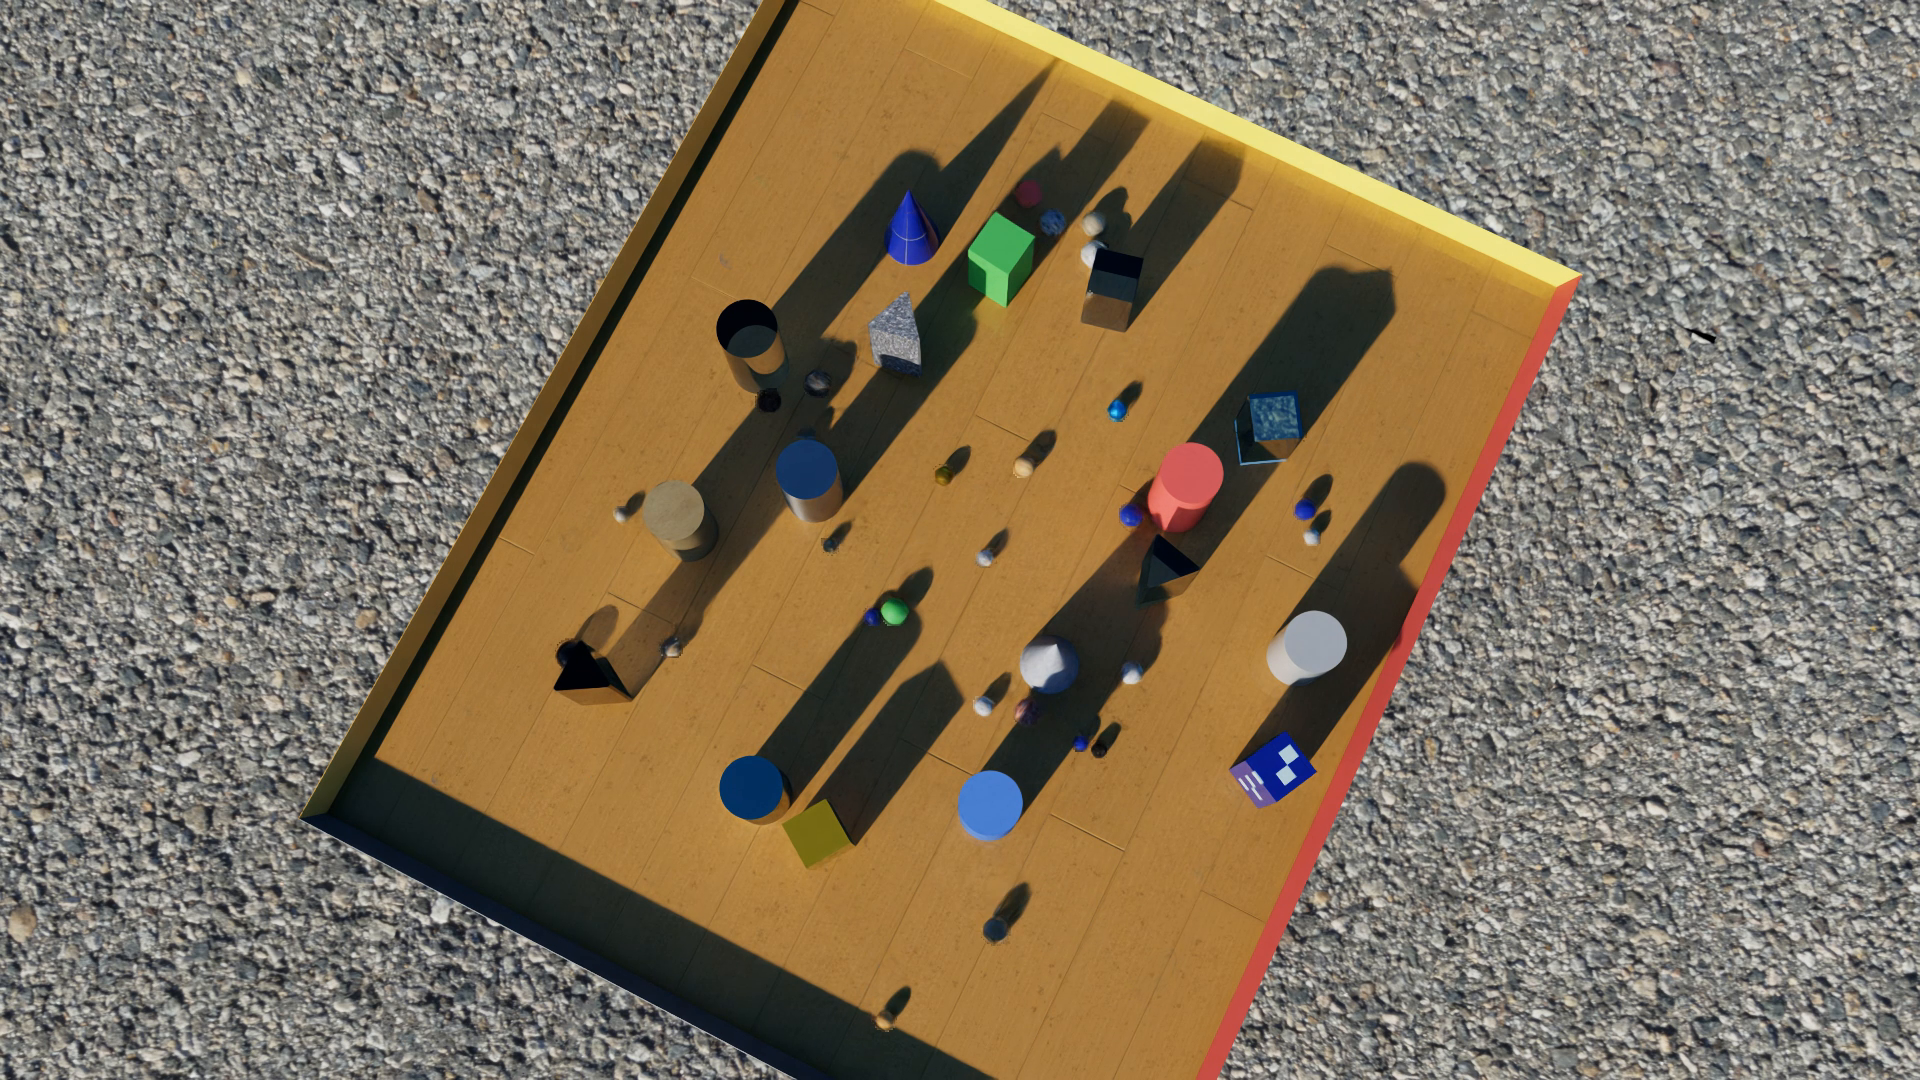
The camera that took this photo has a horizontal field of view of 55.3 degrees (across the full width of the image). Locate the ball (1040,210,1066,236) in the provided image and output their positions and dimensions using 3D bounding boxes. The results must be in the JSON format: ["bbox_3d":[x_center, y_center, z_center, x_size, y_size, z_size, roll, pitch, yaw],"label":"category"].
[{"bbox_3d":[0.293,-0.998,5.781,0.080,0.080,0.080,0,78,0],"label":"ball"}]

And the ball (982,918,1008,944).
[{"bbox_3d":[0.104,1.138,5.342,0.076,0.076,0.076,0,78,0],"label":"ball"}]

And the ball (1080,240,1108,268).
[{"bbox_3d":[0.423,-0.898,5.758,0.086,0.086,0.086,0,78,0],"label":"ball"}]

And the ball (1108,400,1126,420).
[{"bbox_3d":[0.487,-0.402,5.669,0.059,0.059,0.059,0,78,0],"label":"ball"}]

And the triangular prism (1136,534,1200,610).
[{"bbox_3d":[0.584,0.085,5.398,0.156,0.394,0.135,-19,79,-4],"label":"triangular prism"}]

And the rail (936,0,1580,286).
[{"bbox_3d":[0.708,-1.381,5.841,2.698,0.117,0.045,26,80,5],"label":"rail"}]

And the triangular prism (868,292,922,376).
[{"bbox_3d":[-0.176,-0.632,5.559,0.156,0.367,0.135,17,79,3],"label":"triangular prism"}]

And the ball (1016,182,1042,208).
[{"bbox_3d":[0.217,-1.094,5.801,0.080,0.080,0.080,0,78,0],"label":"ball"}]

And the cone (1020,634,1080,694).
[{"bbox_3d":[0.270,0.334,5.337,0.180,0.411,0.180,0,78,0],"label":"cone"}]

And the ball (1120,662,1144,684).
[{"bbox_3d":[0.516,0.399,5.498,0.070,0.070,0.070,0,78,0],"label":"ball"}]

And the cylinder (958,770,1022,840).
[{"bbox_3d":[0.085,0.768,5.274,0.180,0.360,0.180,0,78,0],"label":"cylinder"}]

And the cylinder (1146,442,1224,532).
[{"bbox_3d":[0.664,-0.151,5.440,0.180,0.406,0.180,0,78,0],"label":"cylinder"}]

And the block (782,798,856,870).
[{"bbox_3d":[-0.407,0.856,5.309,0.144,0.256,0.144,-30,80,-6],"label":"block"}]

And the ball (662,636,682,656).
[{"bbox_3d":[-0.868,0.322,5.519,0.061,0.061,0.061,0,78,0],"label":"ball"}]

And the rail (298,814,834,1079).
[{"bbox_3d":[-0.708,1.393,5.268,2.698,0.117,0.045,26,80,5],"label":"rail"}]

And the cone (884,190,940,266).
[{"bbox_3d":[-0.152,-0.997,5.616,0.180,0.404,0.180,0,78,0],"label":"cone"}]

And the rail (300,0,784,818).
[{"bbox_3d":[-1.186,-0.574,5.674,0.045,0.117,3.214,26,80,5],"label":"rail"}]

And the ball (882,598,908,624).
[{"bbox_3d":[-0.196,0.215,5.531,0.081,0.081,0.081,0,78,0],"label":"ball"}]

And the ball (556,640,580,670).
[{"bbox_3d":[-1.167,0.347,5.499,0.090,0.090,0.090,0,78,0],"label":"ball"}]

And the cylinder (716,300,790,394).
[{"bbox_3d":[-0.624,-0.581,5.545,0.180,0.375,0.180,0,78,0],"label":"cylinder"}]

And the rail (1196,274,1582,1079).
[{"bbox_3d":[1.186,0.587,5.434,0.045,0.117,3.214,26,80,5],"label":"rail"}]

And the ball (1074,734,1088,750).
[{"bbox_3d":[0.361,0.604,5.468,0.046,0.046,0.046,0,78,0],"label":"ball"}]

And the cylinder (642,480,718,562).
[{"bbox_3d":[-0.830,-0.054,5.464,0.180,0.320,0.180,0,78,0],"label":"cylinder"}]

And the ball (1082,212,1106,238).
[{"bbox_3d":[0.423,-0.995,5.782,0.079,0.079,0.079,0,78,0],"label":"ball"}]

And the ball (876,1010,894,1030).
[{"bbox_3d":[-0.217,1.388,5.302,0.053,0.053,0.053,0,78,0],"label":"ball"}]

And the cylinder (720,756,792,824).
[{"bbox_3d":[-0.589,0.728,5.312,0.180,0.300,0.180,0,78,0],"label":"cylinder"}]

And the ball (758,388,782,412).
[{"bbox_3d":[-0.589,-0.430,5.667,0.074,0.074,0.074,0,78,0],"label":"ball"}]

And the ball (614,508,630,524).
[{"bbox_3d":[-1.034,-0.075,5.608,0.047,0.047,0.047,0,78,0],"label":"ball"}]

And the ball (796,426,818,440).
[{"bbox_3d":[-0.473,-0.320,5.652,0.065,0.065,0.065,0,78,0],"label":"ball"}]

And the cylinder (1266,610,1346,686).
[{"bbox_3d":[1.017,0.322,5.393,0.180,0.307,0.180,0,78,0],"label":"cylinder"}]

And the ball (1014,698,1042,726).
[{"bbox_3d":[0.205,0.514,5.468,0.083,0.083,0.083,0,78,0],"label":"ball"}]

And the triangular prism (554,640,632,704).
[{"bbox_3d":[-1.068,0.387,5.349,0.156,0.368,0.135,-4,78,-1],"label":"triangular prism"}]

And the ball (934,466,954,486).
[{"bbox_3d":[-0.050,-0.196,5.627,0.059,0.059,0.059,0,78,0],"label":"ball"}]

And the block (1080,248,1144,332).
[{"bbox_3d":[0.464,-0.764,5.627,0.144,0.289,0.144,14,79,3],"label":"block"}]

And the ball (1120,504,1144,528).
[{"bbox_3d":[0.525,-0.075,5.595,0.072,0.072,0.072,0,78,0],"label":"ball"}]

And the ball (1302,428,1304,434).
[{"bbox_3d":[1.034,-0.328,5.654,0.058,0.058,0.058,0,78,0],"label":"ball"}]

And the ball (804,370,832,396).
[{"bbox_3d":[-0.441,-0.486,5.674,0.083,0.083,0.083,0,78,0],"label":"ball"}]

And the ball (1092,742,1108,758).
[{"bbox_3d":[0.415,0.625,5.462,0.048,0.048,0.048,0,78,0],"label":"ball"}]

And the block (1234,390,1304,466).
[{"bbox_3d":[0.931,-0.337,5.540,0.144,0.286,0.144,-5,78,-1],"label":"block"}]

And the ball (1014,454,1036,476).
[{"bbox_3d":[0.201,-0.229,5.628,0.069,0.069,0.069,0,78,0],"label":"ball"}]

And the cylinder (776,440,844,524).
[{"bbox_3d":[-0.447,-0.173,5.487,0.180,0.323,0.180,0,78,0],"label":"cylinder"}]

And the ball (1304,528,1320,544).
[{"bbox_3d":[1.074,-0.011,5.594,0.049,0.049,0.049,0,78,0],"label":"ball"}]

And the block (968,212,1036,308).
[{"bbox_3d":[0.125,-0.858,5.637,0.144,0.308,0.144,33,80,6],"label":"block"}]

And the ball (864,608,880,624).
[{"bbox_3d":[-0.264,0.231,5.543,0.049,0.049,0.049,0,78,0],"label":"ball"}]

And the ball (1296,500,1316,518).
[{"bbox_3d":[1.057,-0.095,5.602,0.059,0.059,0.059,0,78,0],"label":"ball"}]

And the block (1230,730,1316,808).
[{"bbox_3d":[0.903,0.669,5.312,0.144,0.326,0.144,-35,81,-7],"label":"block"}]

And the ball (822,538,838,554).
[{"bbox_3d":[-0.397,0.018,5.589,0.046,0.046,0.046,0,78,0],"label":"ball"}]

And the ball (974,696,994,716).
[{"bbox_3d":[0.073,0.498,5.484,0.058,0.058,0.058,0,78,0],"label":"ball"}]

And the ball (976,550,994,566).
[{"bbox_3d":[0.077,0.054,5.579,0.052,0.052,0.052,0,78,0],"label":"ball"}]
